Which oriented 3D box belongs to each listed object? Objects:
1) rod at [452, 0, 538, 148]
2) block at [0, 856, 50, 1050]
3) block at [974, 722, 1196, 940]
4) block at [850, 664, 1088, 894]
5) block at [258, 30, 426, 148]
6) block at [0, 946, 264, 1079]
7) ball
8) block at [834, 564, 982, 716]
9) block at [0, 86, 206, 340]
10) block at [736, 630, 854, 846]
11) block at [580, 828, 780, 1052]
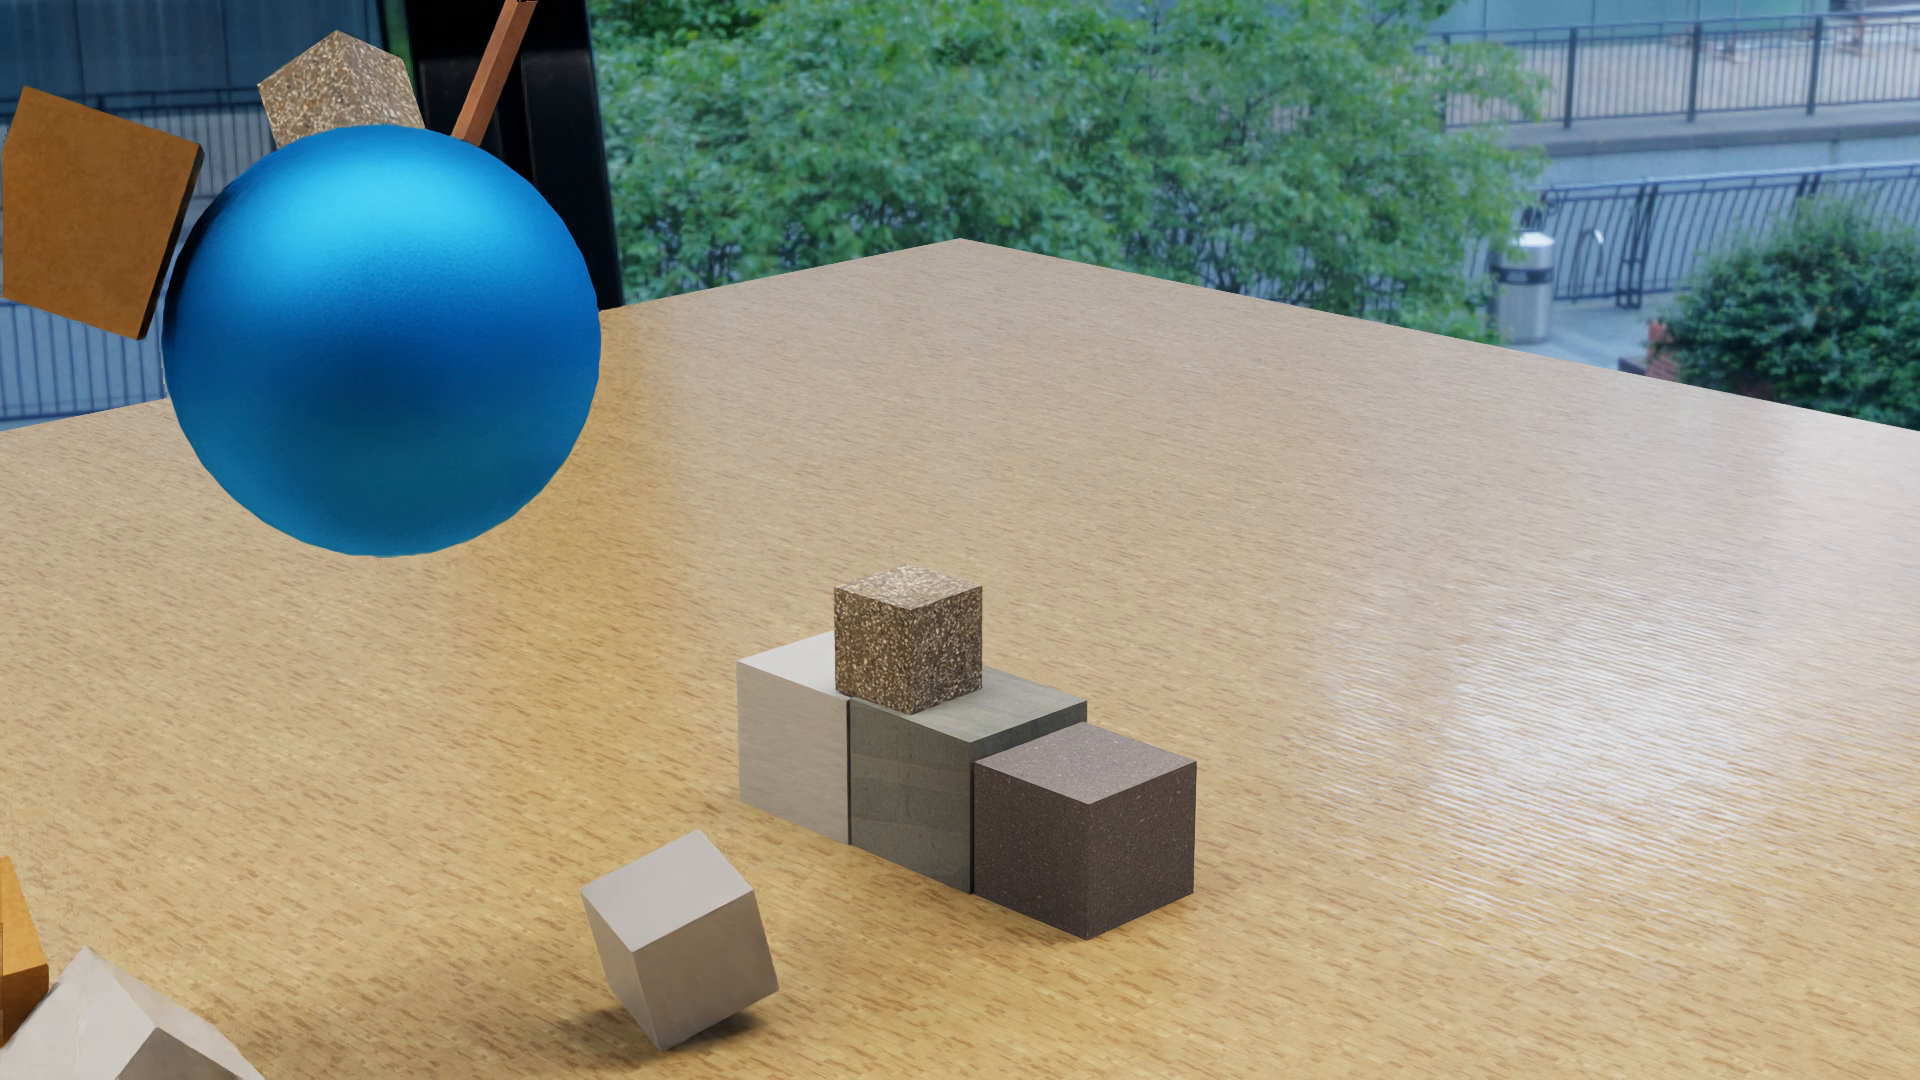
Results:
[{"bbox_3d":[-0.925,-3.900,11.147,0.080,5.200,0.080,17,-6,42],"label":"rod"},{"bbox_3d":[-3.556,1.532,10.493,0.459,0.495,0.506,-14,51,-26],"label":"block"},{"bbox_3d":[0.560,1.293,13.161,0.712,0.642,0.692,-17,24,-42],"label":"block"},{"bbox_3d":[0.039,1.087,13.659,0.765,0.736,0.788,-16,24,-42],"label":"block"},{"bbox_3d":[-2.372,-1.628,11.322,0.414,0.431,0.396,-29,-20,22],"label":"block"},{"bbox_3d":[-2.895,1.949,10.262,0.604,0.659,0.677,-53,40,-9],"label":"block"},{"bbox_3d":[-2.134,-0.734,10.874,1.600,1.600,1.600,0,17,0],"label":"ball"},{"bbox_3d":[-0.239,0.455,13.598,0.487,0.507,0.482,16,23,40],"label":"block"},{"bbox_3d":[-3.148,-1.165,10.567,0.621,0.726,0.582,18,0,-13],"label":"block"},{"bbox_3d":[-0.519,0.923,14.200,0.797,0.724,0.775,-17,24,-42],"label":"block"},{"bbox_3d":[-1.137,1.622,11.911,0.551,0.551,0.490,-26,37,-21],"label":"block"}]
